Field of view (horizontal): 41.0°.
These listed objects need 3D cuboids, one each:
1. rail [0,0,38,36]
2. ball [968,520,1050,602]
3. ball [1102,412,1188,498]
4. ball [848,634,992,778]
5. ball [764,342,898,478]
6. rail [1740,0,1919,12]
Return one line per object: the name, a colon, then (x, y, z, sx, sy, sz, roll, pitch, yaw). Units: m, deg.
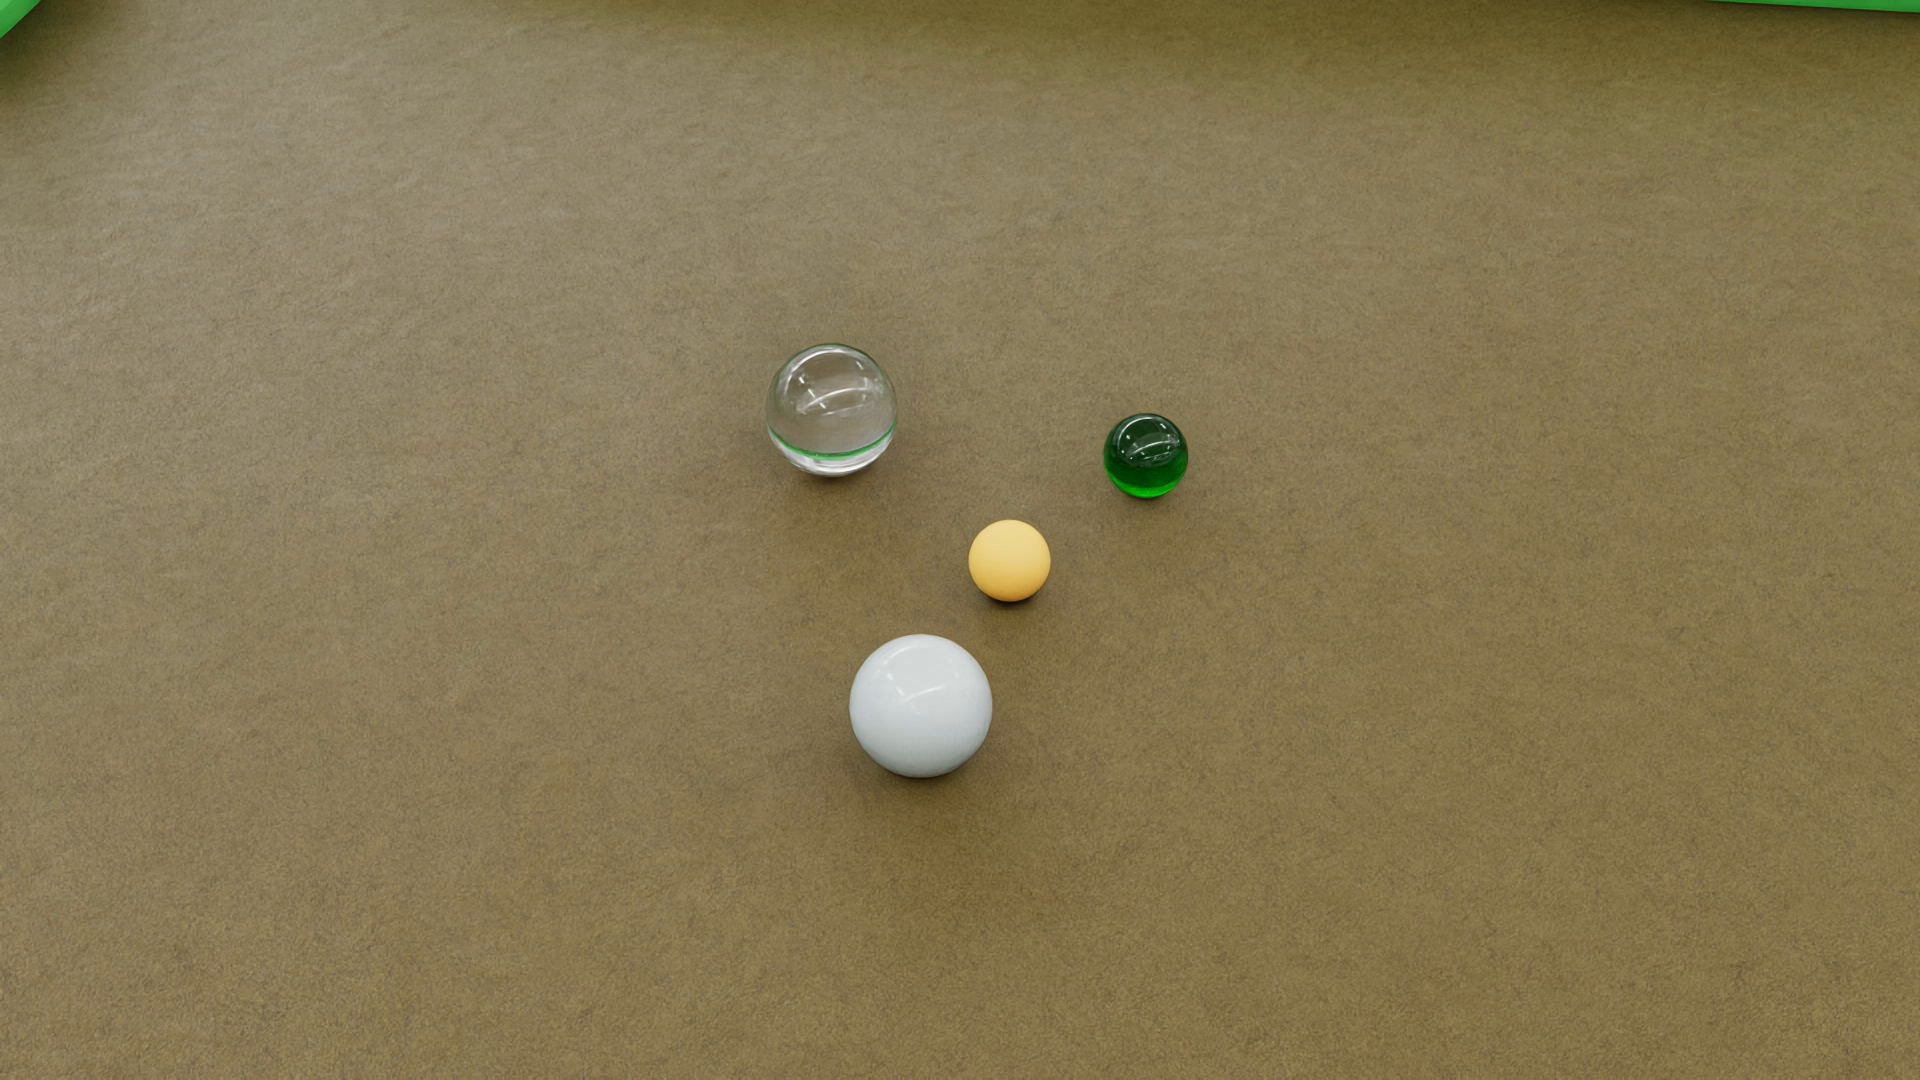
rail: (-1.000, -0.104, 1.815, 0.045, 0.124, 2.126, 5, 36, 7)
ball: (0.033, 0.014, 1.711, 0.055, 0.055, 0.055, 0, 35, 0)
ball: (0.131, -0.060, 1.809, 0.060, 0.060, 0.060, 0, 35, 0)
ball: (-0.024, 0.101, 1.561, 0.088, 0.088, 0.088, 0, 35, 0)
ball: (-0.091, -0.093, 1.825, 0.096, 0.096, 0.096, 0, 35, 0)
rail: (1.170, -0.533, 2.418, 4.135, 0.124, 0.045, 5, 36, 7)
